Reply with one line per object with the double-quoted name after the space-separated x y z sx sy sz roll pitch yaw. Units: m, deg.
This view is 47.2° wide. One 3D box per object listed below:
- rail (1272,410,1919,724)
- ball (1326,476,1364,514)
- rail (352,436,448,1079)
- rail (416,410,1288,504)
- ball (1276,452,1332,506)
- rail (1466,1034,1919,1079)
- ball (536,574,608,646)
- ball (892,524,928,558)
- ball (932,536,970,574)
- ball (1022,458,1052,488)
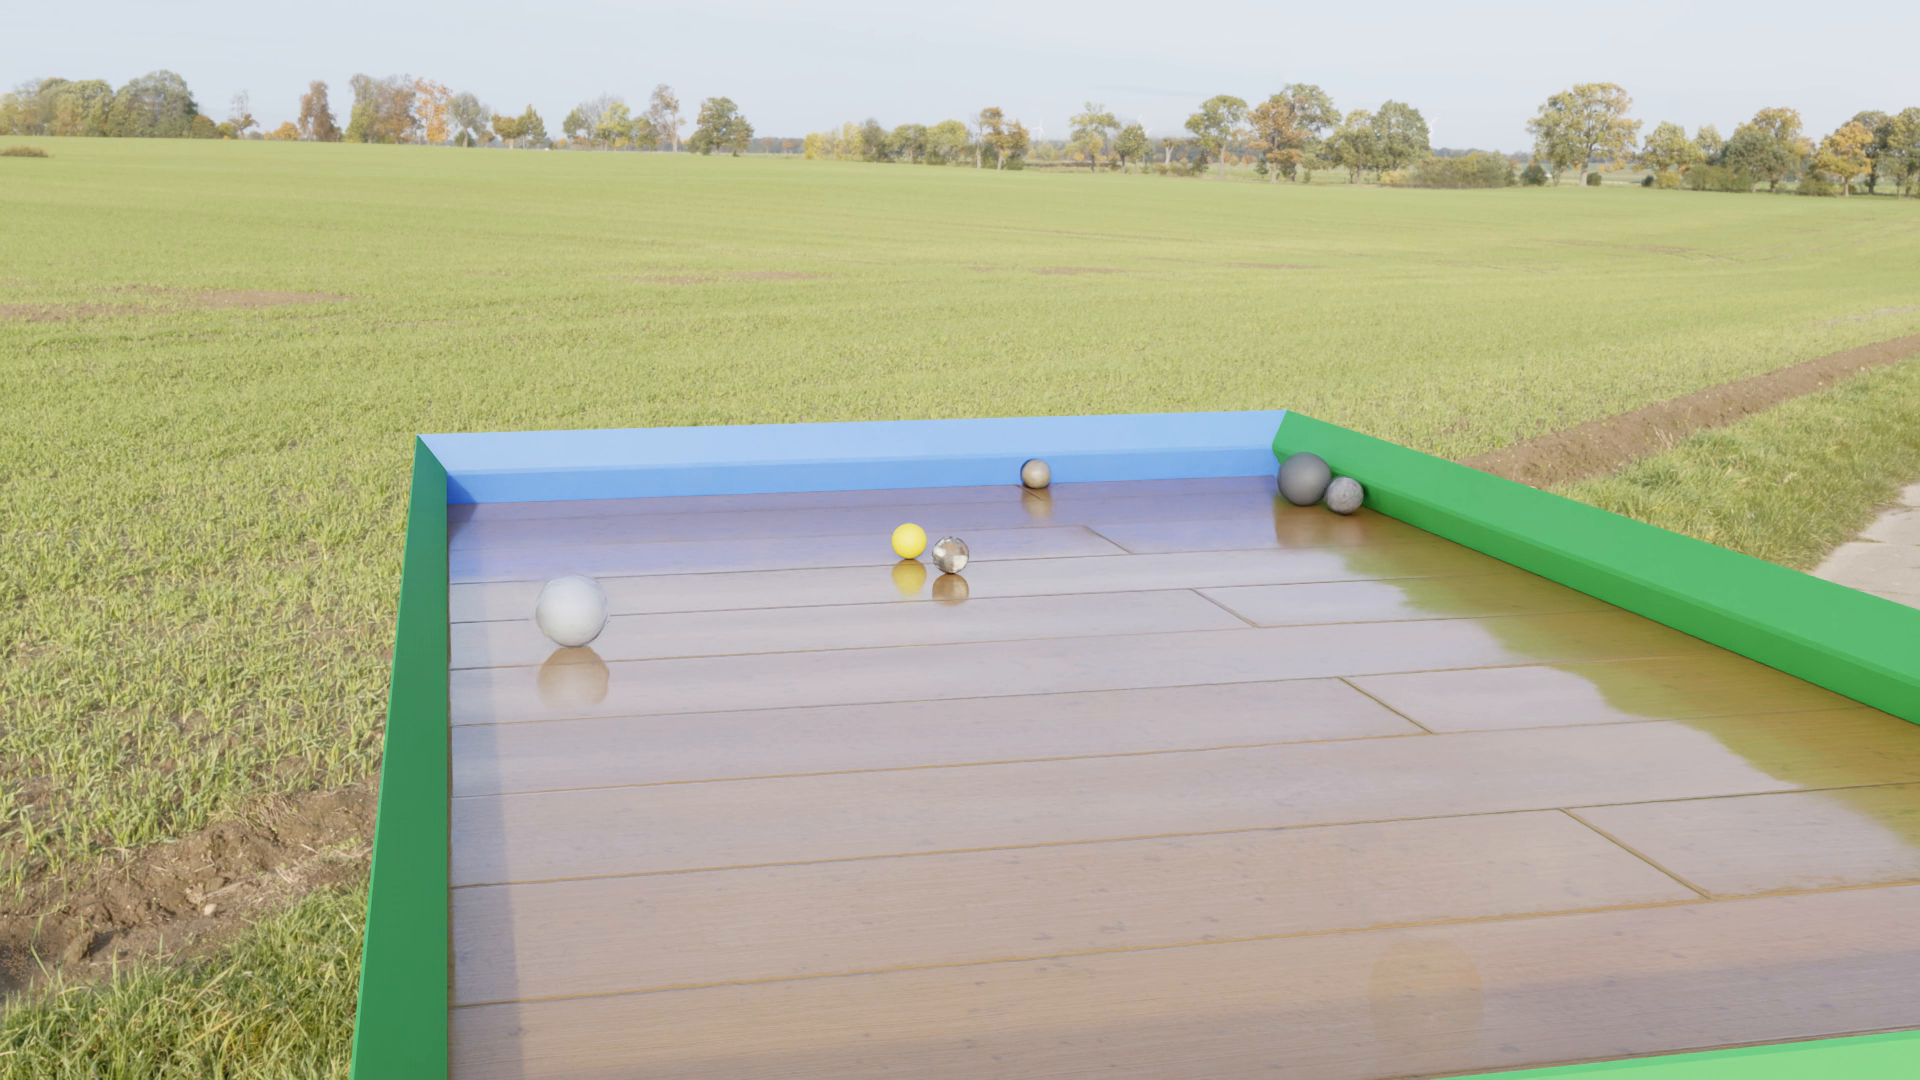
0.854 0.059 2.599 0.045 0.114 2.675 -2 10 -13 "rail"
0.608 -0.070 3.476 0.060 0.060 0.060 0 10 0 "ball"
-0.555 0.117 2.280 0.045 0.114 2.675 -2 10 -13 "rail"
-0.144 -0.139 3.699 1.493 0.114 0.045 -2 10 -13 "rail"
0.557 -0.099 3.557 0.088 0.088 0.088 0 10 0 "ball"
0.444 0.315 1.179 1.493 0.114 0.045 -2 10 -13 "rail"
-0.452 0.082 2.560 0.084 0.084 0.084 0 10 0 "ball"
-0.072 0.001 3.104 0.051 0.051 0.051 0 10 0 "ball"
-0.013 0.020 2.997 0.051 0.051 0.051 0 10 0 "ball"
0.131 -0.112 3.735 0.051 0.051 0.051 0 10 0 "ball"
